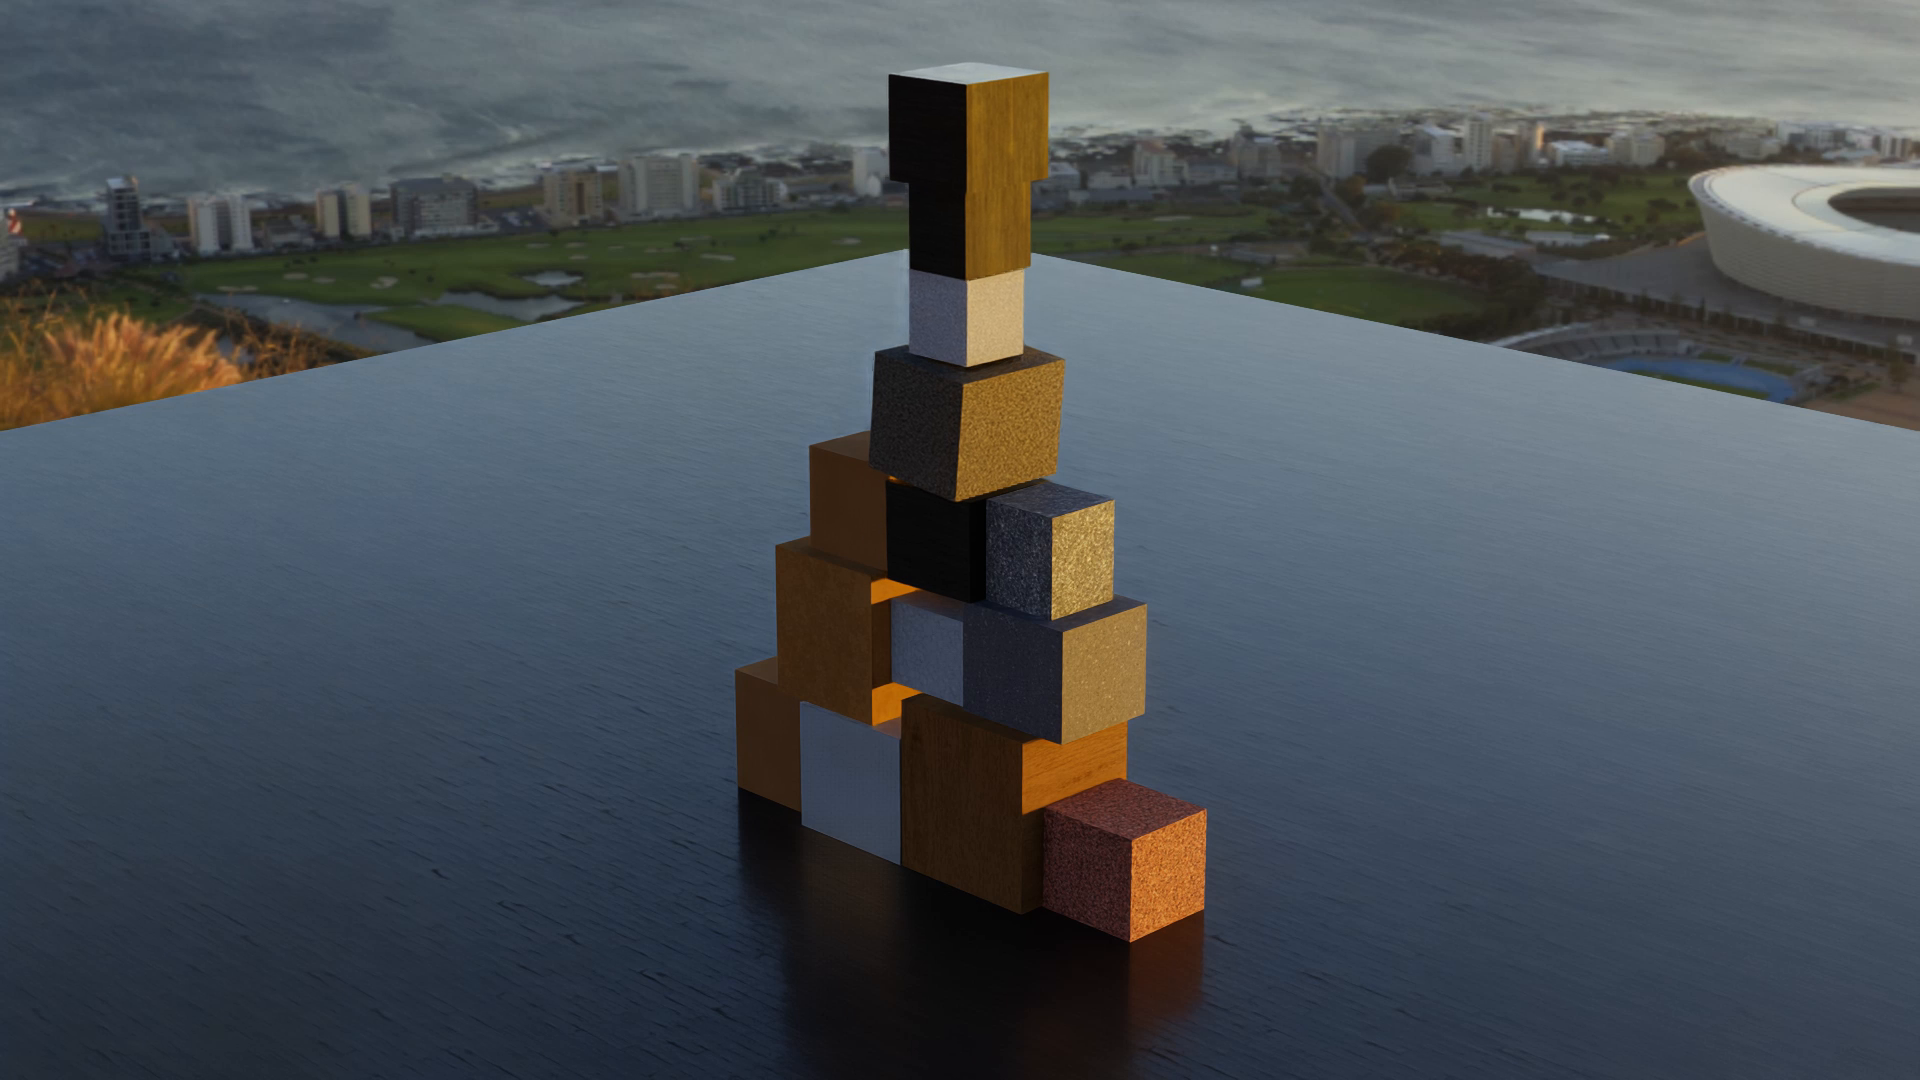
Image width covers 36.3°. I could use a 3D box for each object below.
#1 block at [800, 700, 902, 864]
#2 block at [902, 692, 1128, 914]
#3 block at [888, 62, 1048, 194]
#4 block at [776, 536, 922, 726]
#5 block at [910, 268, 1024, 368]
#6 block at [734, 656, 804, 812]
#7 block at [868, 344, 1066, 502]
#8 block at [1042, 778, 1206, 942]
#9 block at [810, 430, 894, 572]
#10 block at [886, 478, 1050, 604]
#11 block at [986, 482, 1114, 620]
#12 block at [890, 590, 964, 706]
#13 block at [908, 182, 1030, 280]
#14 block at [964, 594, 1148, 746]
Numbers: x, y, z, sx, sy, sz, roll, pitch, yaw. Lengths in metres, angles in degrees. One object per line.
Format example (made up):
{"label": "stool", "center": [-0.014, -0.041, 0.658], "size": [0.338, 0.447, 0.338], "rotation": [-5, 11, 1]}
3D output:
{"label": "block", "center": [-0.252, 1.055, 13.946], "size": [0.749, 0.625, 0.677], "rotation": [-17, 24, -42]}
{"label": "block", "center": [0.246, 1.123, 13.408], "size": [0.687, 0.817, 0.763], "rotation": [-17, 24, -42]}
{"label": "block", "center": [0.038, -1.797, 12.742], "size": [0.475, 0.463, 0.505], "rotation": [16, 24, 43]}
{"label": "block", "center": [-0.406, 0.373, 13.861], "size": [0.649, 0.727, 0.654], "rotation": [-17, 24, -42]}
{"label": "block", "center": [0.028, -1.012, 12.972], "size": [0.361, 0.382, 0.353], "rotation": [17, 24, 42]}
{"label": "block", "center": [-0.692, 0.923, 14.384], "size": [0.574, 0.614, 0.572], "rotation": [-17, 24, -42]}
{"label": "block", "center": [0.029, -0.569, 13.153], "size": [0.645, 0.543, 0.557], "rotation": [-17, 29, -42]}
{"label": "block", "center": [0.731, 1.415, 13.039], "size": [0.494, 0.481, 0.523], "rotation": [-17, 24, -42]}
{"label": "block", "center": [-0.325, -0.200, 13.643], "size": [0.539, 0.496, 0.517], "rotation": [17, 24, 42]}
{"label": "block", "center": [0.037, -0.047, 13.267], "size": [0.514, 0.465, 0.531], "rotation": [-17, 23, -42]}
{"label": "block", "center": [0.398, 0.044, 12.964], "size": [0.398, 0.466, 0.401], "rotation": [-17, 24, -42]}
{"label": "block", "center": [0.023, 0.463, 13.476], "size": [0.470, 0.402, 0.491], "rotation": [-17, 24, -42]}
{"label": "block", "center": [0.045, -1.389, 12.872], "size": [0.347, 0.393, 0.408], "rotation": [16, 24, 43]}
{"label": "block", "center": [0.422, 0.524, 13.085], "size": [0.547, 0.521, 0.606], "rotation": [-17, 24, -42]}
